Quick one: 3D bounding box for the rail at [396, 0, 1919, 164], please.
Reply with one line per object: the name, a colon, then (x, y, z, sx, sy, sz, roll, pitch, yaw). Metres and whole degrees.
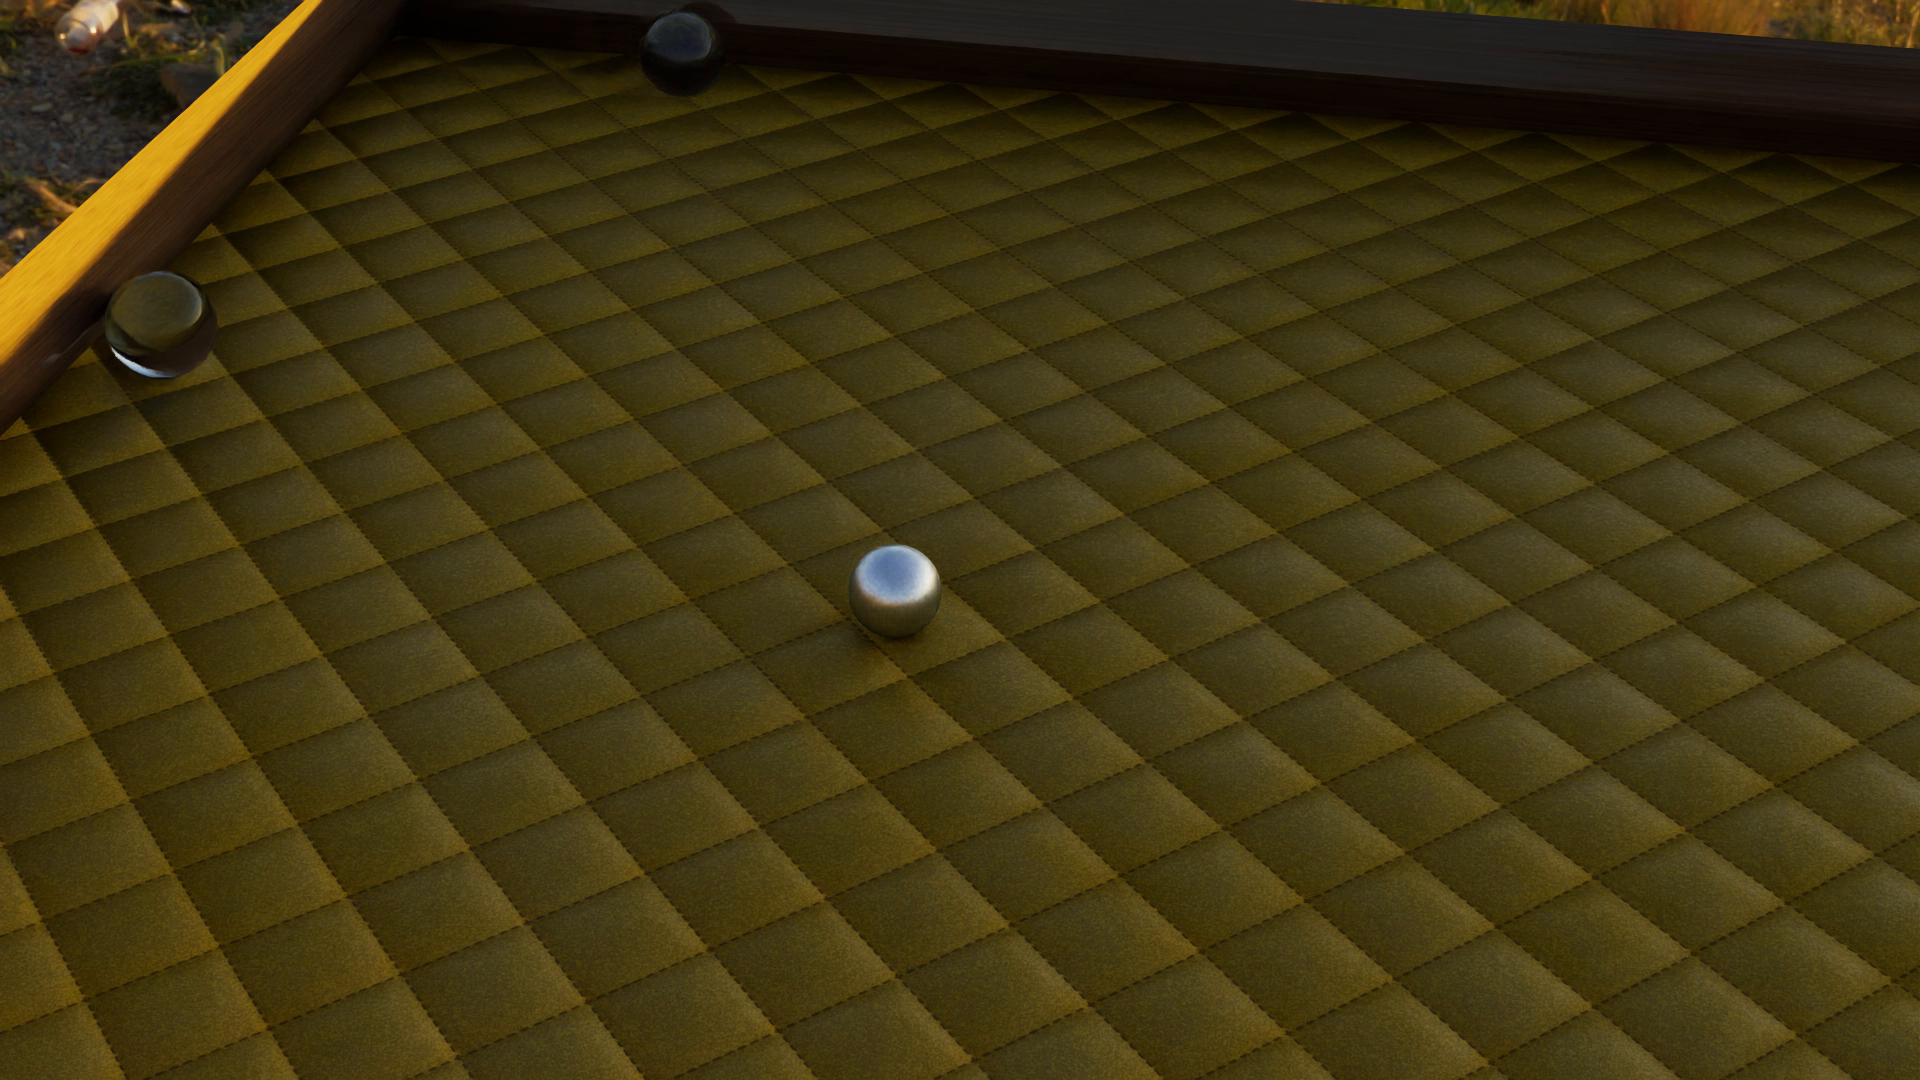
rail: (1.018, -0.421, 2.576, 3.401, 0.123, 0.045, 7, 35, 10)

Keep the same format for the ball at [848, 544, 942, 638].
ball: (-0.049, 0.039, 1.940, 0.071, 0.071, 0.071, 0, 34, 0)

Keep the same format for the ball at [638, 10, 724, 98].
ball: (-0.299, -0.522, 2.754, 0.093, 0.093, 0.093, 0, 34, 0)

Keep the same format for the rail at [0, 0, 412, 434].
rail: (-0.809, -0.111, 2.115, 0.045, 0.123, 1.877, 7, 35, 10)

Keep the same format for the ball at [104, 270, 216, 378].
ball: (-0.703, -0.190, 2.259, 0.095, 0.095, 0.095, 0, 34, 0)
